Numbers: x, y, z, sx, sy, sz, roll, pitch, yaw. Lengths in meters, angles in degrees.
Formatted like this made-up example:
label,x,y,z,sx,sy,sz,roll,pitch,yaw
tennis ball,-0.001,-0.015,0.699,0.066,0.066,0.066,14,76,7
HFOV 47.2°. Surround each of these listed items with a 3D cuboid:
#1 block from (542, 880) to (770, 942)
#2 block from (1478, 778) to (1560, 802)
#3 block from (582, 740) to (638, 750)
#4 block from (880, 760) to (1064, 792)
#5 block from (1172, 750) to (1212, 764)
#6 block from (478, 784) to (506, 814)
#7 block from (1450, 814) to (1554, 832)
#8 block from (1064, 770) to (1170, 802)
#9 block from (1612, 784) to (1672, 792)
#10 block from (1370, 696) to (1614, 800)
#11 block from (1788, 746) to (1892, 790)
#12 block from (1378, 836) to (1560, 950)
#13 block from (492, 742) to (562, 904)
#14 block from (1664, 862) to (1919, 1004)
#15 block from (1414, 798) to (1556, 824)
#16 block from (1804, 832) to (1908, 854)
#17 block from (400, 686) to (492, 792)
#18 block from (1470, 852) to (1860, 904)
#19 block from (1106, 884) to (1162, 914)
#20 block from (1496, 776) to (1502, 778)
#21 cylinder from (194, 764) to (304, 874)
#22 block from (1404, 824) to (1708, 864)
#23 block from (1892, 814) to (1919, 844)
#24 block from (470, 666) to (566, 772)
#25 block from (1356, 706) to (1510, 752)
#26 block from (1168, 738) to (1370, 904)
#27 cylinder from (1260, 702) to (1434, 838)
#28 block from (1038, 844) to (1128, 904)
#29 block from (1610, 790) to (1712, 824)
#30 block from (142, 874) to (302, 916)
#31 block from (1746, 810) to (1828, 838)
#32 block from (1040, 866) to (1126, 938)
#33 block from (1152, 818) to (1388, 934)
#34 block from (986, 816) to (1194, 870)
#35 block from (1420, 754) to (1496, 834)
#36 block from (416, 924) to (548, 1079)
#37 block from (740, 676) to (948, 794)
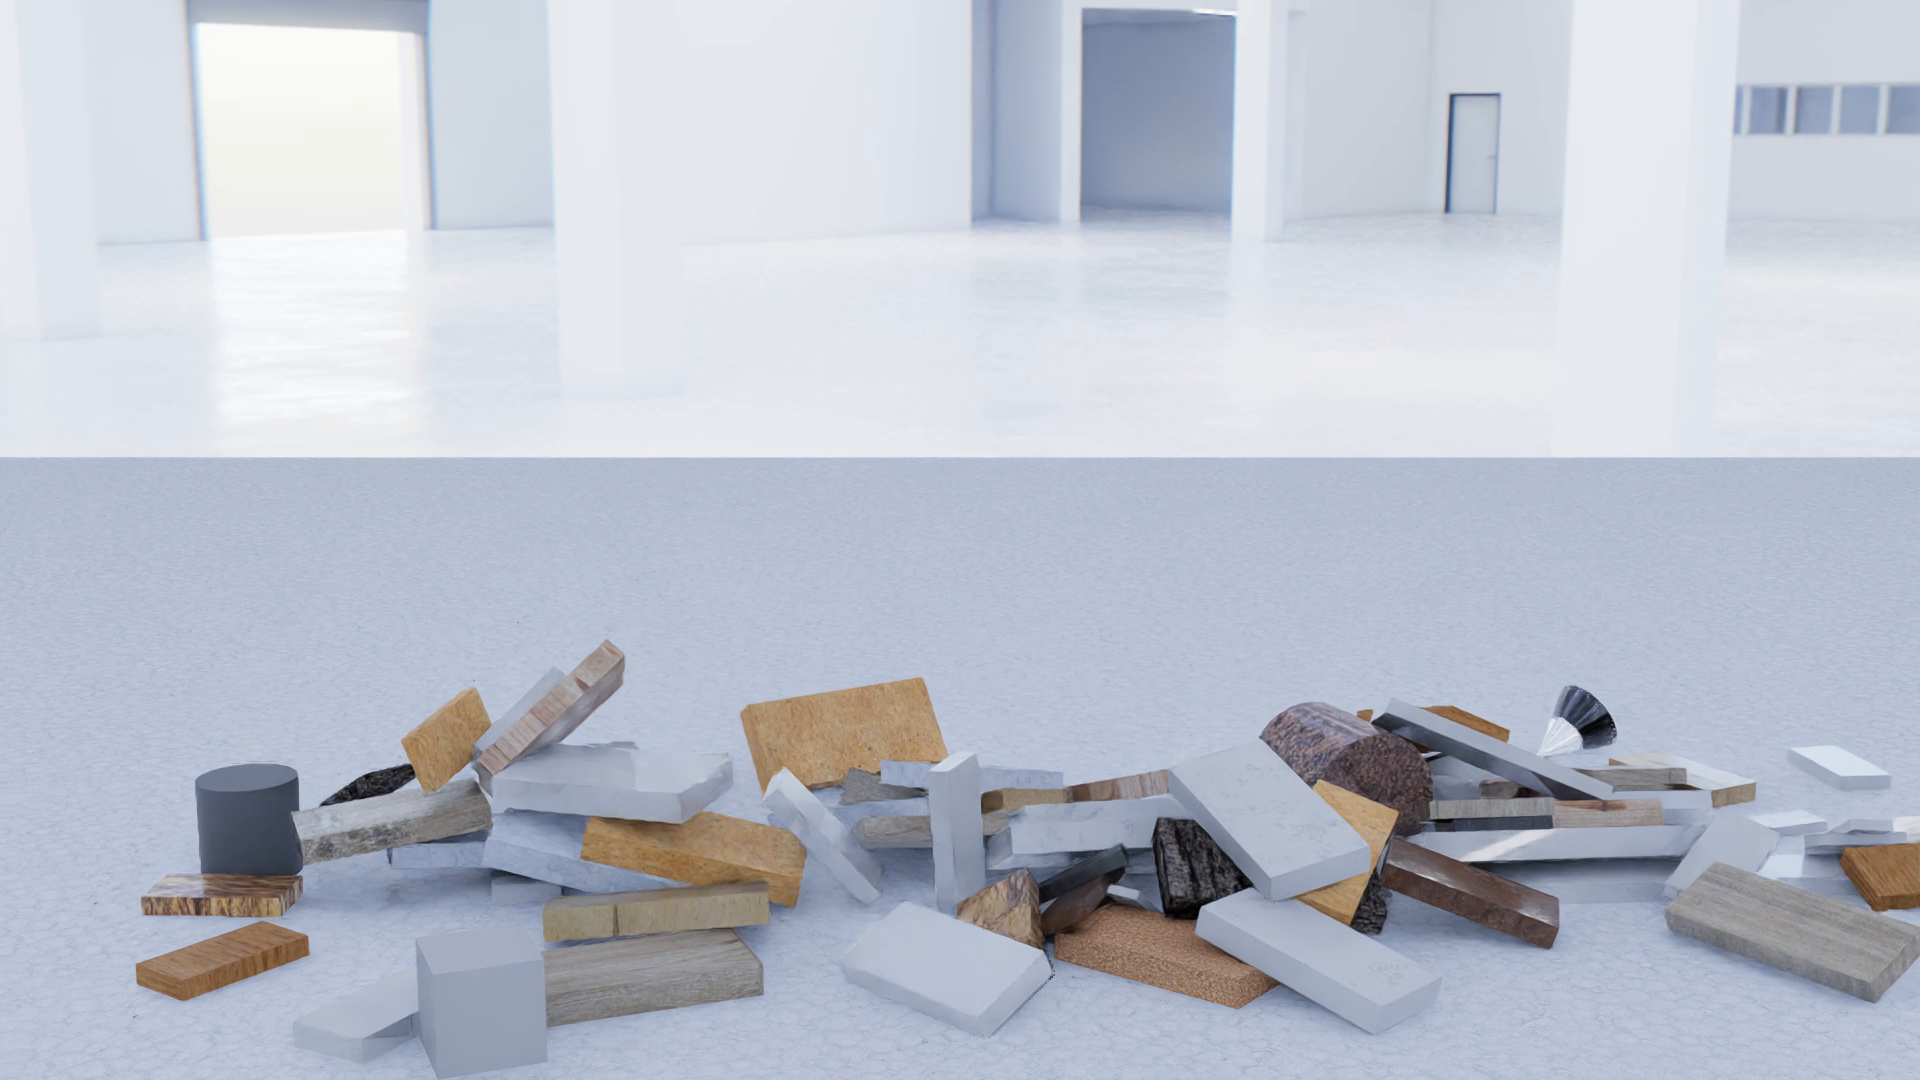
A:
label,x,y,z,sx,sy,sz,roll,pitch,yaw
block,-0.471,0.580,3.443,0.343,0.049,0.171,-4,-2,-5
block,1.030,0.467,3.999,0.155,0.077,0.022,-14,8,35
block,-0.684,0.450,4.323,0.127,0.036,0.254,-3,11,-18
block,0.022,0.426,3.943,0.294,0.042,0.147,6,-5,-29
block,0.480,0.464,4.241,0.136,0.039,0.272,1,11,5
block,-0.860,0.492,3.956,0.127,0.036,0.254,-22,14,-28
block,0.908,0.479,3.687,0.160,0.022,0.077,-4,-12,8
block,0.253,0.457,3.982,0.147,0.042,0.323,-6,-7,-30
block,1.184,0.475,4.112,0.255,0.036,0.127,0,-3,0
block,0.930,0.376,3.860,0.414,0.030,0.104,22,-17,1
block,1.734,0.450,4.344,0.103,0.029,0.205,-1,11,-8
block,0.811,0.560,3.501,0.279,0.040,0.139,20,15,10
block,-0.801,0.493,4.101,0.113,0.032,0.979,-2,11,-10
block,1.274,0.596,3.369,0.140,0.040,0.356,-33,27,-27
block,0.882,0.456,3.700,0.209,0.030,0.104,-2,-12,-2
block,1.521,0.515,3.737,0.161,0.020,0.069,-5,-20,20
block,-0.868,0.339,3.747,0.028,0.100,0.201,-14,16,24
block,1.331,0.567,3.702,1.002,0.033,0.117,-1,11,-5
block,0.282,0.581,3.492,0.055,0.016,0.111,8,-26,37
block,1.065,0.450,4.381,0.056,0.016,0.112,3,11,18
cylinder,-1.216,0.487,3.765,0.168,0.168,0.168,0,11,0
block,1.039,0.520,3.736,0.556,0.049,0.174,-1,-12,-5
block,1.670,0.530,3.911,0.205,0.029,0.103,-6,12,-28
block,-0.761,0.313,3.792,0.028,0.100,0.201,38,58,7
block,0.856,0.346,4.006,0.136,0.039,0.272,23,-15,-23
block,0.484,0.439,3.482,0.171,0.049,0.343,-15,29,-17
cylinder,0.672,0.429,3.895,0.235,0.235,0.235,-4,11,-20
block,0.192,0.547,3.584,0.172,0.024,0.086,-26,-3,4
block,1.226,0.486,3.985,0.234,0.033,0.117,0,-21,-3
block,-1.211,0.584,3.615,0.226,0.032,0.113,0,11,1
block,1.501,0.518,4.004,0.138,0.020,0.069,-4,11,-20
block,0.192,0.570,3.502,0.086,0.024,0.332,-28,-3,15
block,0.489,0.532,3.491,0.347,0.049,0.174,6,36,-7
block,0.236,0.511,3.715,0.352,0.050,0.176,-1,-16,-14
block,0.891,0.457,4.024,0.255,0.127,0.036,-9,1,-41
block,-0.660,0.633,3.031,0.148,0.148,0.148,-4,11,-22
block,-0.223,0.384,4.298,0.393,0.176,0.050,-7,-21,-33
